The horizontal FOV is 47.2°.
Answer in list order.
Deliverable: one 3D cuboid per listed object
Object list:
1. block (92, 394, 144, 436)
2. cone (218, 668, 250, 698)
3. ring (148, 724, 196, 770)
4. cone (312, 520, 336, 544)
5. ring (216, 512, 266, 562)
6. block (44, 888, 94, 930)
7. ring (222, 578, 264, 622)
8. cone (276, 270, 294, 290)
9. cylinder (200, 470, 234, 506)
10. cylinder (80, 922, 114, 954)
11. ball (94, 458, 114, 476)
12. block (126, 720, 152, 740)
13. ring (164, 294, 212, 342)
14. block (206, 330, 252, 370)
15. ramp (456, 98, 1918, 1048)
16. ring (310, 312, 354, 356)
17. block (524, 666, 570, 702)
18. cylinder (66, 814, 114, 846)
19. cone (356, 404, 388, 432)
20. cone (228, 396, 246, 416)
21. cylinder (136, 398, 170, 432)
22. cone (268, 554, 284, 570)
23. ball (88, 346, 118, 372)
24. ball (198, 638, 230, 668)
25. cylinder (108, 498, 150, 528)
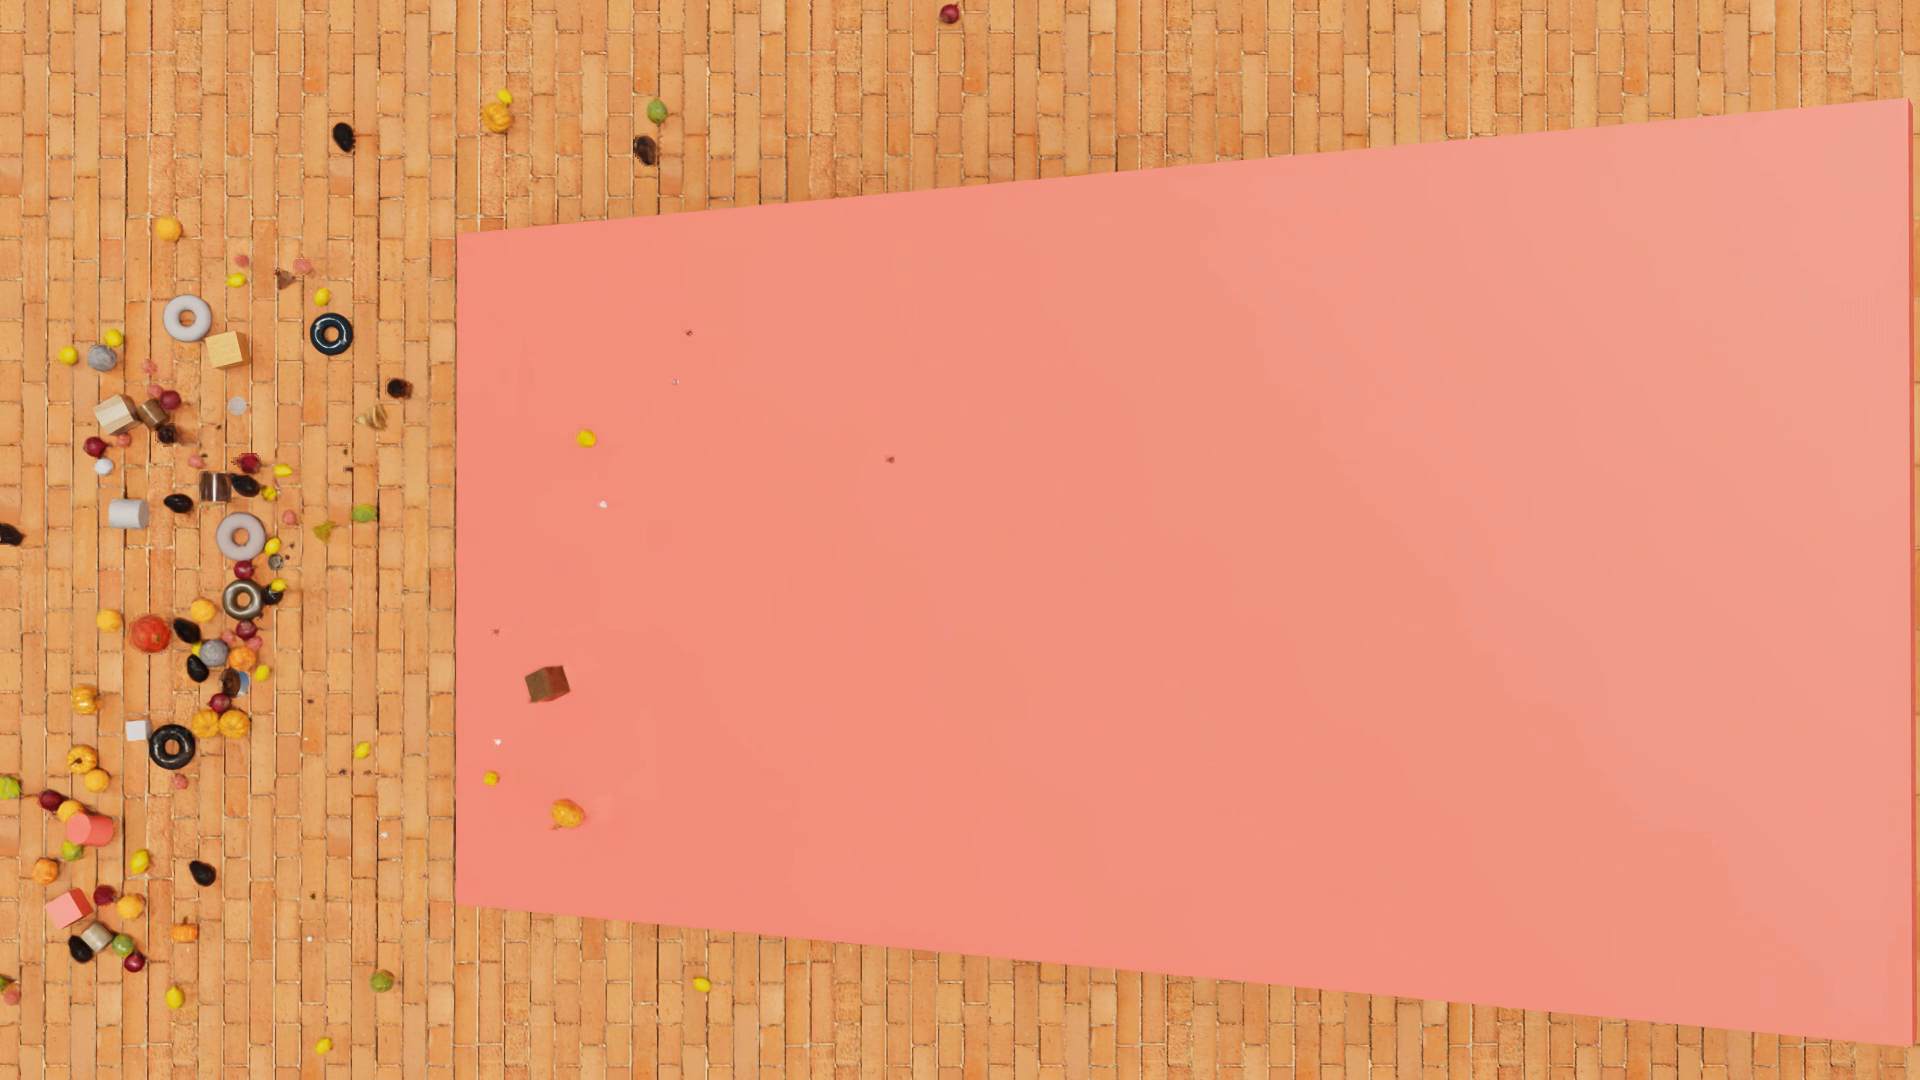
[{"bbox_3d":[-2.528,-0.375,6.608,0.091,0.091,0.091,-29,89,0],"label":"block"},{"bbox_3d":[-2.196,0.431,6.598,0.096,0.096,0.096,0,89,0],"label":"cone"},{"bbox_3d":[-2.373,0.624,6.621,0.139,0.046,0.139,0,91,-1],"label":"ring"},{"bbox_3d":[-1.909,-0.036,6.635,0.066,0.066,0.066,42,63,0],"label":"cone"},{"bbox_3d":[-2.167,-0.009,6.625,0.150,0.050,0.150,0,88,-1],"label":"ring"},{"bbox_3d":[-2.673,1.106,6.596,0.085,0.085,0.085,-30,90,0],"label":"block"},{"bbox_3d":[-2.159,0.180,6.627,0.129,0.043,0.129,0,88,0],"label":"ring"},{"bbox_3d":[-2.048,-0.776,6.644,0.059,0.059,0.059,26,116,0],"label":"cone"},{"bbox_3d":[-2.232,-0.157,6.608,0.088,0.088,0.088,12,106,0],"label":"cylinder"},{"bbox_3d":[-2.590,1.195,6.604,0.069,0.069,0.069,44,90,2],"label":"cylinder"},{"bbox_3d":[-2.579,-0.222,6.626,0.053,0.053,0.053,0,89,0],"label":"ball"},{"bbox_3d":[-2.469,0.572,6.616,0.057,0.057,0.057,-5,89,0],"label":"block"},{"bbox_3d":[-2.331,-0.669,6.633,0.146,0.049,0.146,0,90,-1],"label":"ring"},{"bbox_3d":[-2.198,-0.569,6.610,0.092,0.092,0.092,-14,89,0],"label":"block"},{"bbox_3d":[0.274,0.076,5.641,4.000,0.100,2.000,0,89,29],"label":"ramp"},{"bbox_3d":[-1.896,-0.621,6.635,0.131,0.044,0.131,0,90,-1],"label":"ring"},{"bbox_3d":[-1.189,0.415,6.340,0.080,0.080,0.080,-26,78,26],"label":"block"},{"bbox_3d":[-2.603,0.868,6.580,0.093,0.093,0.093,-5,77,22],"label":"cylinder"},{"bbox_3d":[-1.779,-0.361,6.610,0.085,0.085,0.085,-8,89,8],"label":"cone"},{"bbox_3d":[-2.187,-0.406,6.625,0.057,0.057,0.057,0,89,0],"label":"cone"},{"bbox_3d":[-2.428,-0.376,6.617,0.073,0.073,0.073,-39,90,0],"label":"cylinder"},{"bbox_3d":[-2.068,0.067,6.624,0.051,0.051,0.051,0,89,0],"label":"cone"},{"bbox_3d":[-2.578,-0.545,6.615,0.081,0.081,0.081,0,89,0],"label":"ball"},{"bbox_3d":[-2.240,0.339,6.603,0.087,0.087,0.087,0,89,0],"label":"ball"},{"bbox_3d":[-2.497,-0.080,6.606,0.089,0.089,0.089,2,89,0],"label":"cylinder"}]
